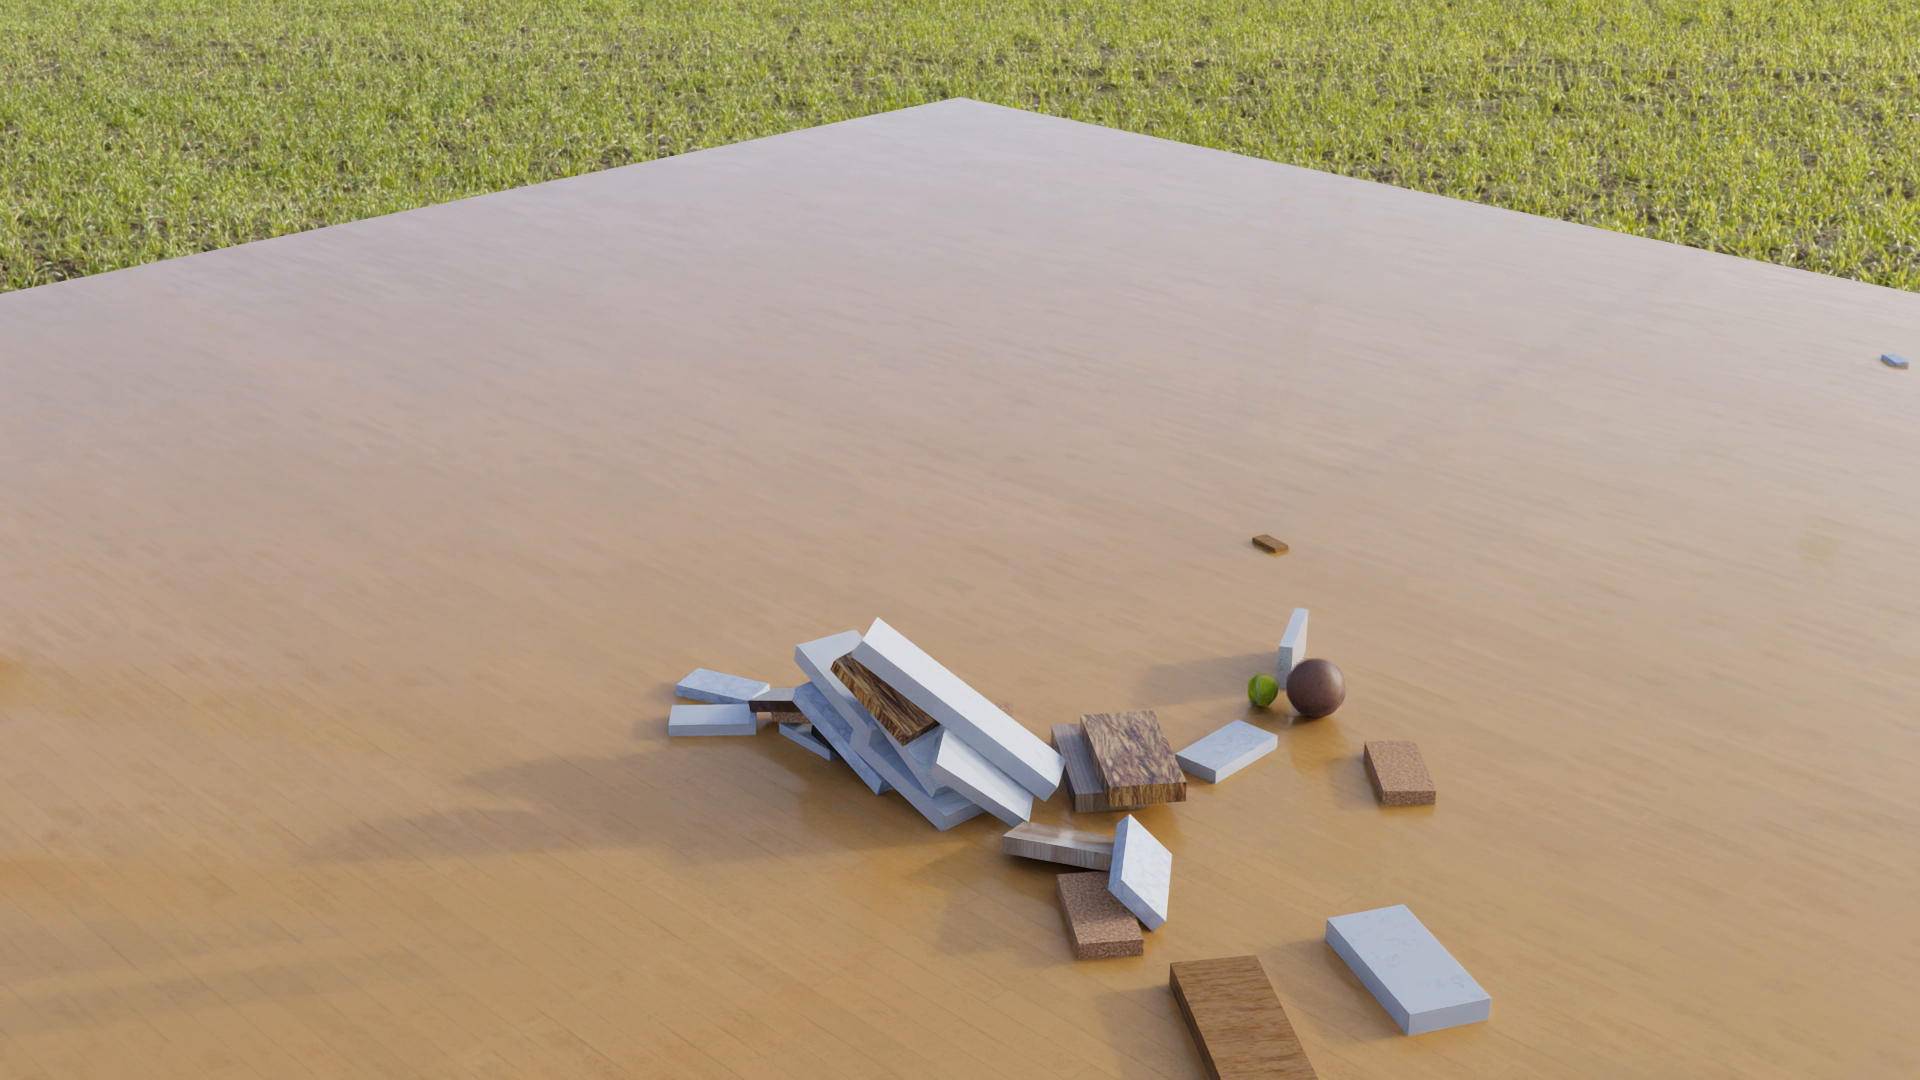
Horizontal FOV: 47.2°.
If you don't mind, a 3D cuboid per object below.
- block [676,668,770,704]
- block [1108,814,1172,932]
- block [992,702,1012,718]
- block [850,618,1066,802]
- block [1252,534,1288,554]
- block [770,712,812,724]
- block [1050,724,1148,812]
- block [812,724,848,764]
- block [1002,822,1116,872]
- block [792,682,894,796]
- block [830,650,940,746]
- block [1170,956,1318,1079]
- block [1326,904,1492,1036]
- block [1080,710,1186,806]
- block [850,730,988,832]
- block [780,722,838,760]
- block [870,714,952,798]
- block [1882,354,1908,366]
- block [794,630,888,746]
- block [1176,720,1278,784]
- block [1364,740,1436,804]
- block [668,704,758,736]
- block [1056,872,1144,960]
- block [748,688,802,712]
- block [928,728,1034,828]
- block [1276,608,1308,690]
[{"bbox_3d":[-0.532,0.336,4.936,0.187,0.027,0.094,10,25,23],"label":"block"},{"bbox_3d":[0.341,0.625,4.149,0.119,0.034,0.239,44,22,-11],"label":"block"},{"bbox_3d":[-0.038,0.405,4.752,0.302,0.043,0.151,0,23,1],"label":"block"},{"bbox_3d":[0.000,0.344,4.487,0.491,0.043,0.151,37,18,-2],"label":"block"},{"bbox_3d":[0.808,0.009,5.723,0.045,0.013,0.090,-14,27,-30],"label":"block"},{"bbox_3d":[-0.321,0.370,4.754,0.086,0.024,0.171,-21,13,-42],"label":"block"},{"bbox_3d":[0.289,0.471,4.596,0.151,0.043,0.302,-3,23,-7],"label":"block"},{"bbox_3d":[-0.228,0.431,4.660,0.085,0.024,0.171,-20,40,-39],"label":"block"},{"bbox_3d":[0.214,0.595,4.267,0.239,0.034,0.119,7,9,21],"label":"block"},{"bbox_3d":[-0.203,0.398,4.627,0.149,0.042,0.298,-20,52,-38],"label":"block"},{"bbox_3d":[-0.147,0.310,4.488,0.113,0.032,0.226,-27,64,-40],"label":"block"},{"bbox_3d":[0.479,0.836,3.733,0.157,0.044,0.381,-4,23,-8],"label":"block"},{"bbox_3d":[0.793,0.761,3.912,0.157,0.044,0.313,-7,24,-16],"label":"block"},{"bbox_3d":[0.354,0.448,4.539,0.157,0.044,0.313,-3,23,-7],"label":"block"},{"bbox_3d":[-0.074,0.467,4.503,0.149,0.042,0.298,-20,46,-38],"label":"block"},{"bbox_3d":[-0.303,0.421,4.738,0.085,0.024,0.171,-20,30,-39],"label":"block"},{"bbox_3d":[-0.072,0.413,4.470,0.113,0.032,0.226,-18,58,-36],"label":"block"},{"bbox_3d":[3.027,-0.583,7.119,0.045,0.013,0.090,-3,23,-7],"label":"block"},{"bbox_3d":[-0.206,0.307,4.615,0.149,0.042,0.298,-14,42,-34],"label":"block"},{"bbox_3d":[0.566,0.448,4.666,0.108,0.030,0.215,20,30,39],"label":"block"},{"bbox_3d":[0.915,0.483,4.582,0.108,0.030,0.215,0,23,0],"label":"block"},{"bbox_3d":[-0.538,0.393,4.801,0.187,0.027,0.094,-1,23,-2],"label":"block"},{"bbox_3d":[0.258,0.694,4.082,0.119,0.034,0.238,-3,23,-7],"label":"block"},{"bbox_3d":[-0.360,0.347,4.778,0.187,0.027,0.094,-3,13,39],"label":"block"},{"bbox_3d":[0.044,0.480,4.404,0.226,0.032,0.113,34,32,-12],"label":"block"},{"bbox_3d":[0.762,0.249,5.037,0.030,0.108,0.215,7,24,16],"label":"block"}]
